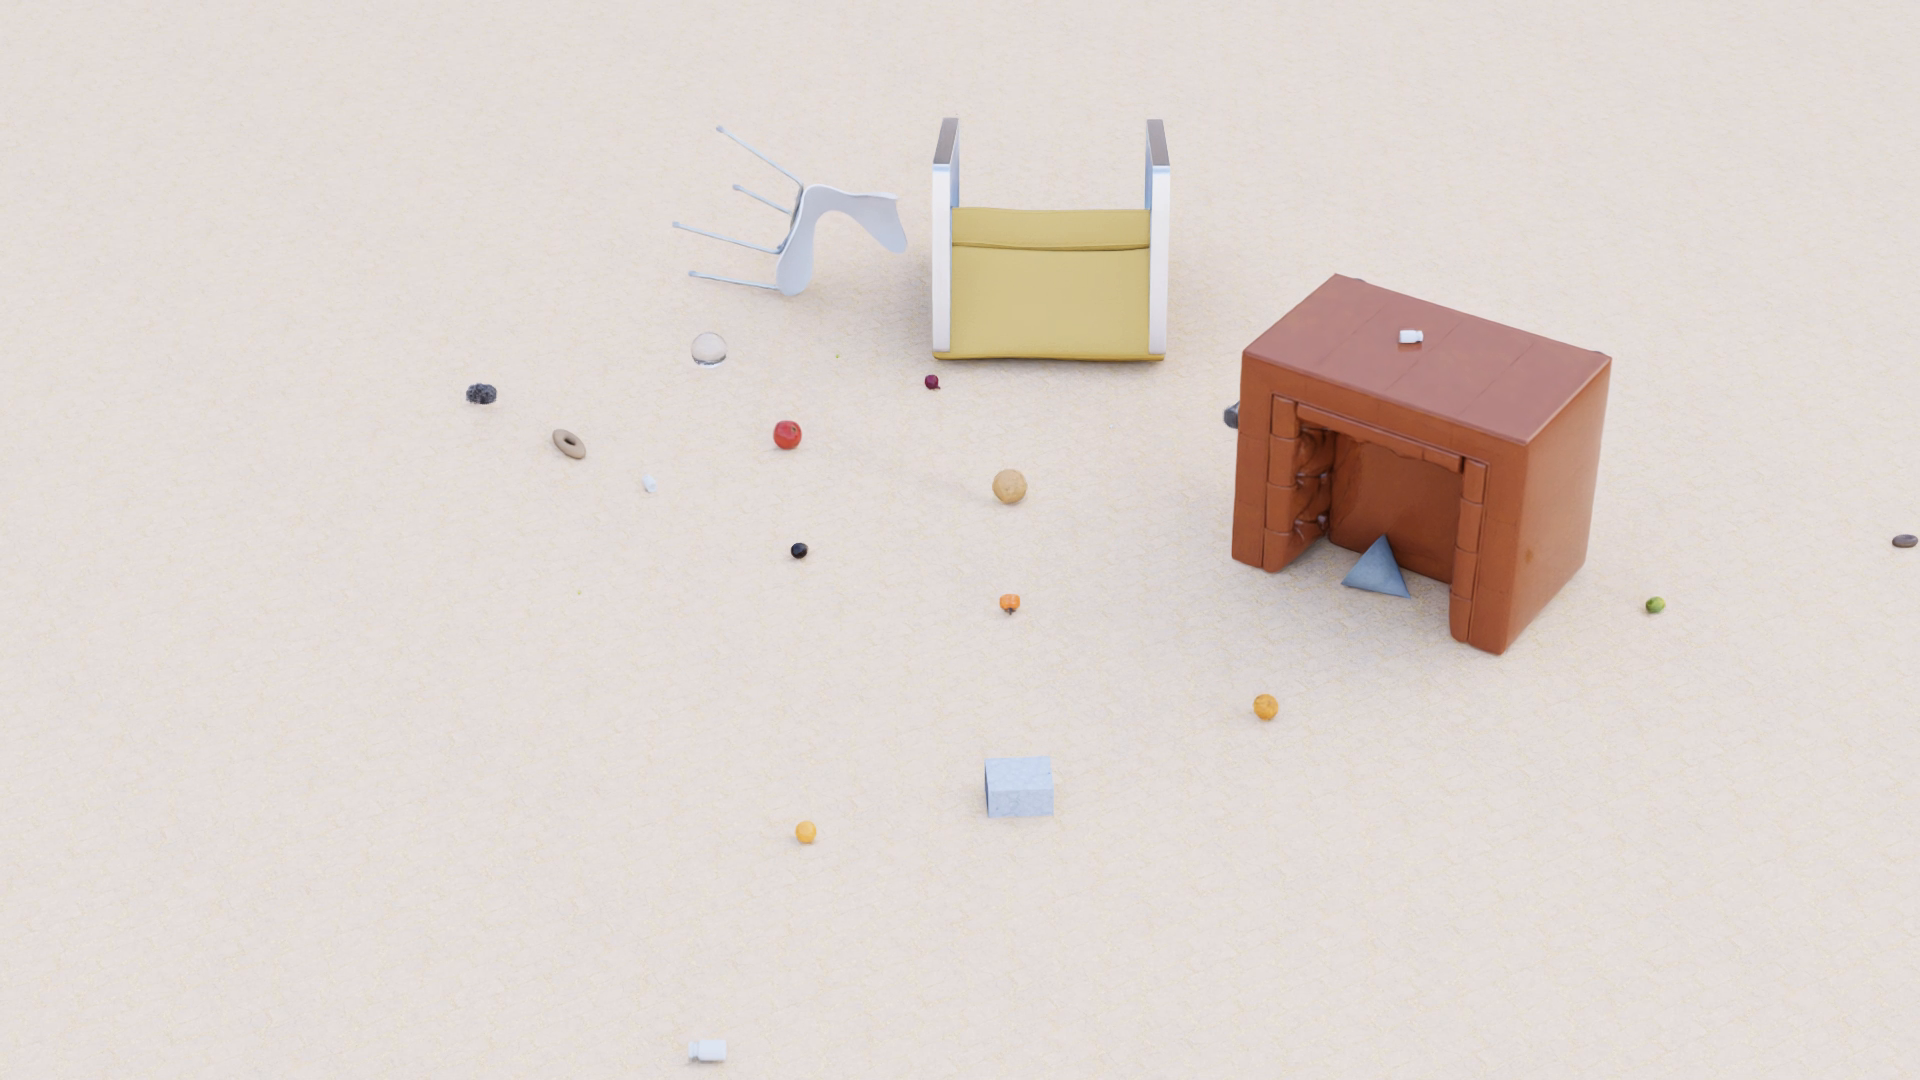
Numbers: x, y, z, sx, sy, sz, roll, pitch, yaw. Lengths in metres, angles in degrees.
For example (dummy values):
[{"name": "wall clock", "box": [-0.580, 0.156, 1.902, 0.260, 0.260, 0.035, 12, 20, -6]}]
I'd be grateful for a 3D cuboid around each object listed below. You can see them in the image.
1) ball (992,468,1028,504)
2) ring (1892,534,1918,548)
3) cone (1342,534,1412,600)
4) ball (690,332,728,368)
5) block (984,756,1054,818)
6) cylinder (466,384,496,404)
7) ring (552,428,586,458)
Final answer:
[{"name": "ball", "box": [0.190, -0.205, 11.134, 0.133, 0.133, 0.133, 0, 33, 0]}, {"name": "ring", "box": [3.516, 0.004, 10.906, 0.101, 0.036, 0.053, -3, 31, -6]}, {"name": "cone", "box": [1.549, 0.142, 10.639, 0.228, 0.213, 0.255, 40, 67, 10]}, {"name": "ball", "box": [-1.025, -0.775, 11.985, 0.150, 0.150, 0.150, 0, 33, 0]}, {"name": "block", "box": [0.194, 0.810, 9.614, 0.213, 0.112, 0.173, -2, 33, -3]}, {"name": "cylinder", "box": [-1.924, -0.586, 11.776, 0.116, 0.062, 0.061, 4, 33, -4]}, {"name": "ring", "box": [-1.530, -0.377, 11.477, 0.089, 0.045, 0.221, -20, 39, -30]}]
